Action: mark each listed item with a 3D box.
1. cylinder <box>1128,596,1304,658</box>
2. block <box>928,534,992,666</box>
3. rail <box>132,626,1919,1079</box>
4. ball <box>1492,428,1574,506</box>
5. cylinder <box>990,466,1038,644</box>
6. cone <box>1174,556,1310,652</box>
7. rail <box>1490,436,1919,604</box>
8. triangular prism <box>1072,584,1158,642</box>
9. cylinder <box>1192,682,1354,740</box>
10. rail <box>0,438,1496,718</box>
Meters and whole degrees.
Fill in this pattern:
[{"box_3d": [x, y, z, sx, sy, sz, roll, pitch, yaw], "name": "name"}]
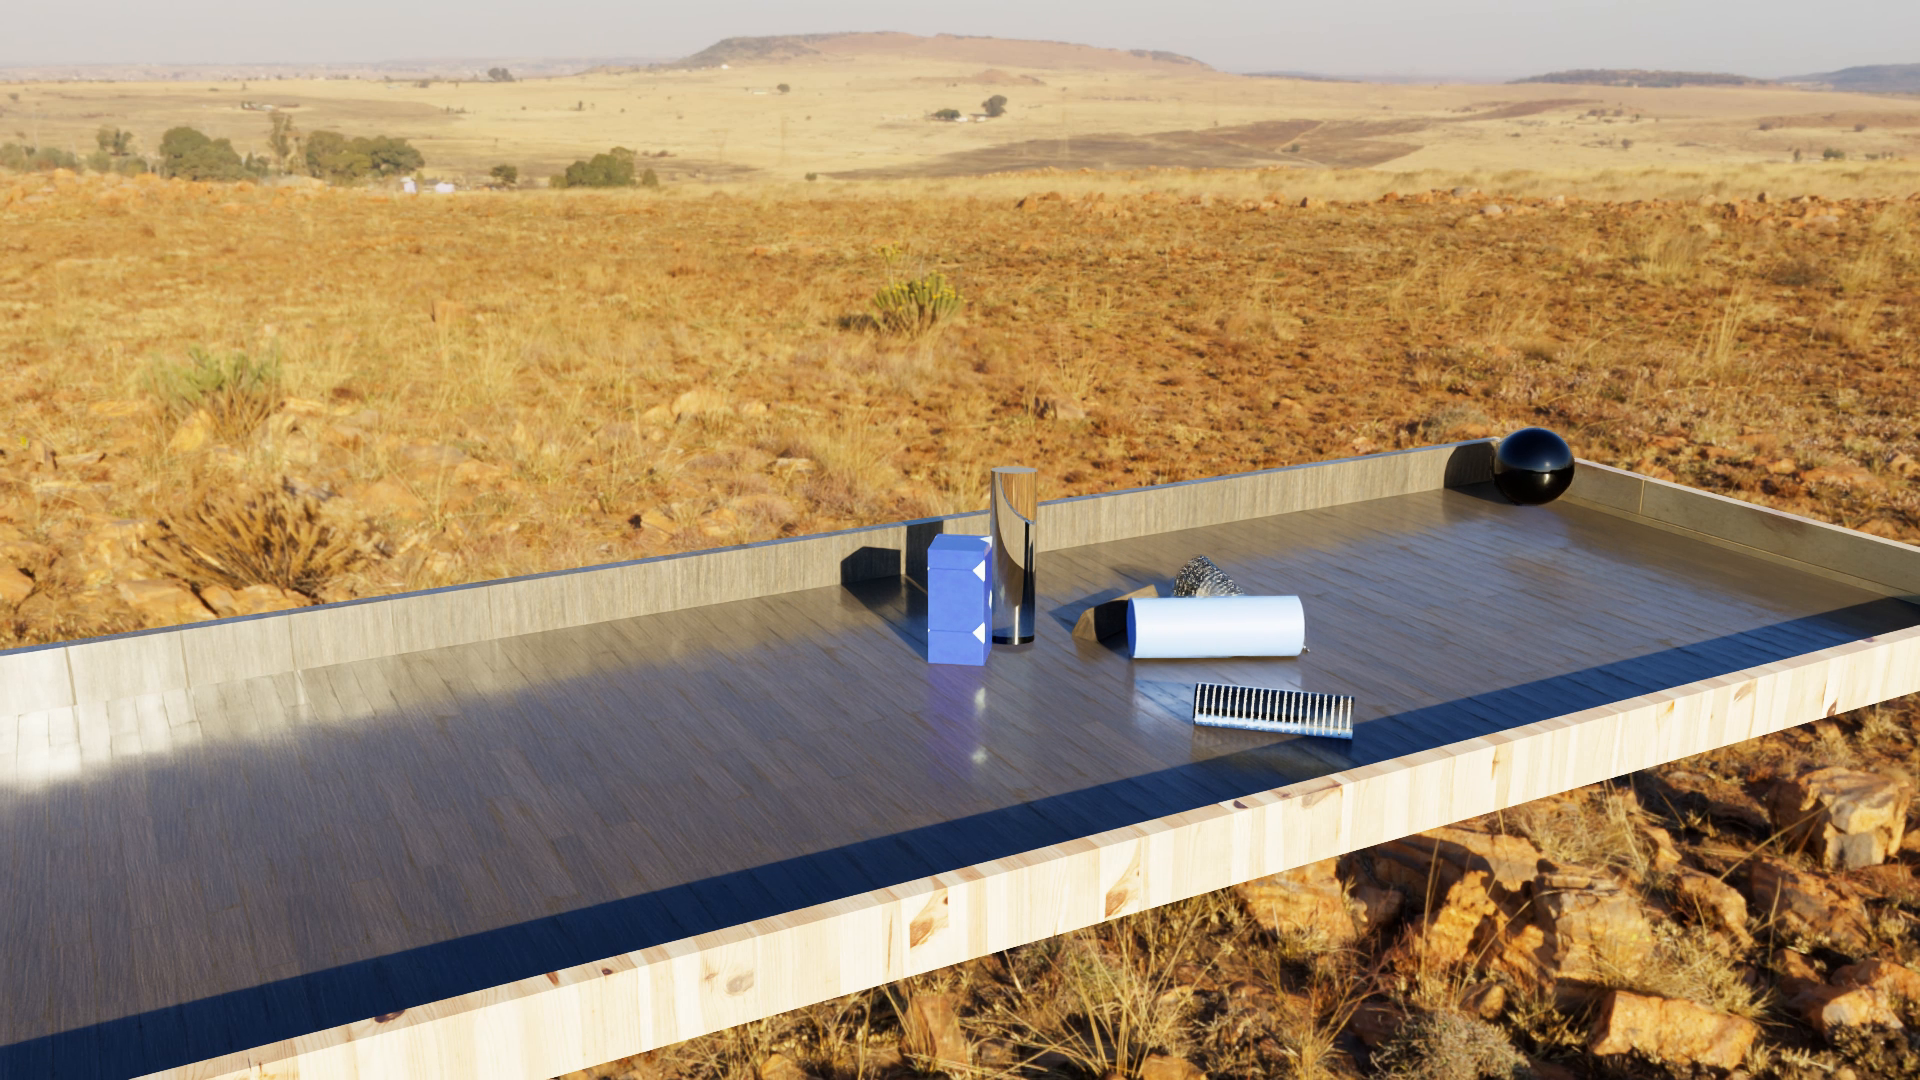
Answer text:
[{"box_3d": [0.663, 0.227, 4.302, 0.434, 0.158, 0.158, -1, 16, -3], "name": "cylinder"}, {"box_3d": [0.001, 0.154, 4.286, 0.146, 0.307, 0.146, 3, 16, 8], "name": "block"}, {"box_3d": [-2.336, 1.006, 1.665, 12.000, 0.150, 0.050, -9, 18, -27], "name": "rail"}, {"box_3d": [1.996, -0.256, 5.743, 0.273, 0.273, 0.273, 0, 16, 0], "name": "ball"}, {"box_3d": [0.140, 0.040, 4.388, 0.126, 0.458, 0.126, 1, 11, 0], "name": "cylinder"}, {"box_3d": [0.796, 0.207, 4.514, 0.156, 0.156, 0.459, -11, 30, -34], "name": "cone"}, {"box_3d": [2.466, -0.048, 5.253, 0.050, 0.150, 2.100, -9, 18, -27], "name": "rail"}, {"box_3d": [0.440, 0.194, 4.552, 0.089, 0.077, 0.313, 14, 21, 40], "name": "triangular prism"}, {"box_3d": [0.728, 0.396, 3.830, 0.361, 0.100, 0.100, 4, 17, 14], "name": "cylinder"}, {"box_3d": [-3.305, 0.497, 3.399, 12.000, 0.150, 0.050, -9, 18, -27], "name": "rail"}]
